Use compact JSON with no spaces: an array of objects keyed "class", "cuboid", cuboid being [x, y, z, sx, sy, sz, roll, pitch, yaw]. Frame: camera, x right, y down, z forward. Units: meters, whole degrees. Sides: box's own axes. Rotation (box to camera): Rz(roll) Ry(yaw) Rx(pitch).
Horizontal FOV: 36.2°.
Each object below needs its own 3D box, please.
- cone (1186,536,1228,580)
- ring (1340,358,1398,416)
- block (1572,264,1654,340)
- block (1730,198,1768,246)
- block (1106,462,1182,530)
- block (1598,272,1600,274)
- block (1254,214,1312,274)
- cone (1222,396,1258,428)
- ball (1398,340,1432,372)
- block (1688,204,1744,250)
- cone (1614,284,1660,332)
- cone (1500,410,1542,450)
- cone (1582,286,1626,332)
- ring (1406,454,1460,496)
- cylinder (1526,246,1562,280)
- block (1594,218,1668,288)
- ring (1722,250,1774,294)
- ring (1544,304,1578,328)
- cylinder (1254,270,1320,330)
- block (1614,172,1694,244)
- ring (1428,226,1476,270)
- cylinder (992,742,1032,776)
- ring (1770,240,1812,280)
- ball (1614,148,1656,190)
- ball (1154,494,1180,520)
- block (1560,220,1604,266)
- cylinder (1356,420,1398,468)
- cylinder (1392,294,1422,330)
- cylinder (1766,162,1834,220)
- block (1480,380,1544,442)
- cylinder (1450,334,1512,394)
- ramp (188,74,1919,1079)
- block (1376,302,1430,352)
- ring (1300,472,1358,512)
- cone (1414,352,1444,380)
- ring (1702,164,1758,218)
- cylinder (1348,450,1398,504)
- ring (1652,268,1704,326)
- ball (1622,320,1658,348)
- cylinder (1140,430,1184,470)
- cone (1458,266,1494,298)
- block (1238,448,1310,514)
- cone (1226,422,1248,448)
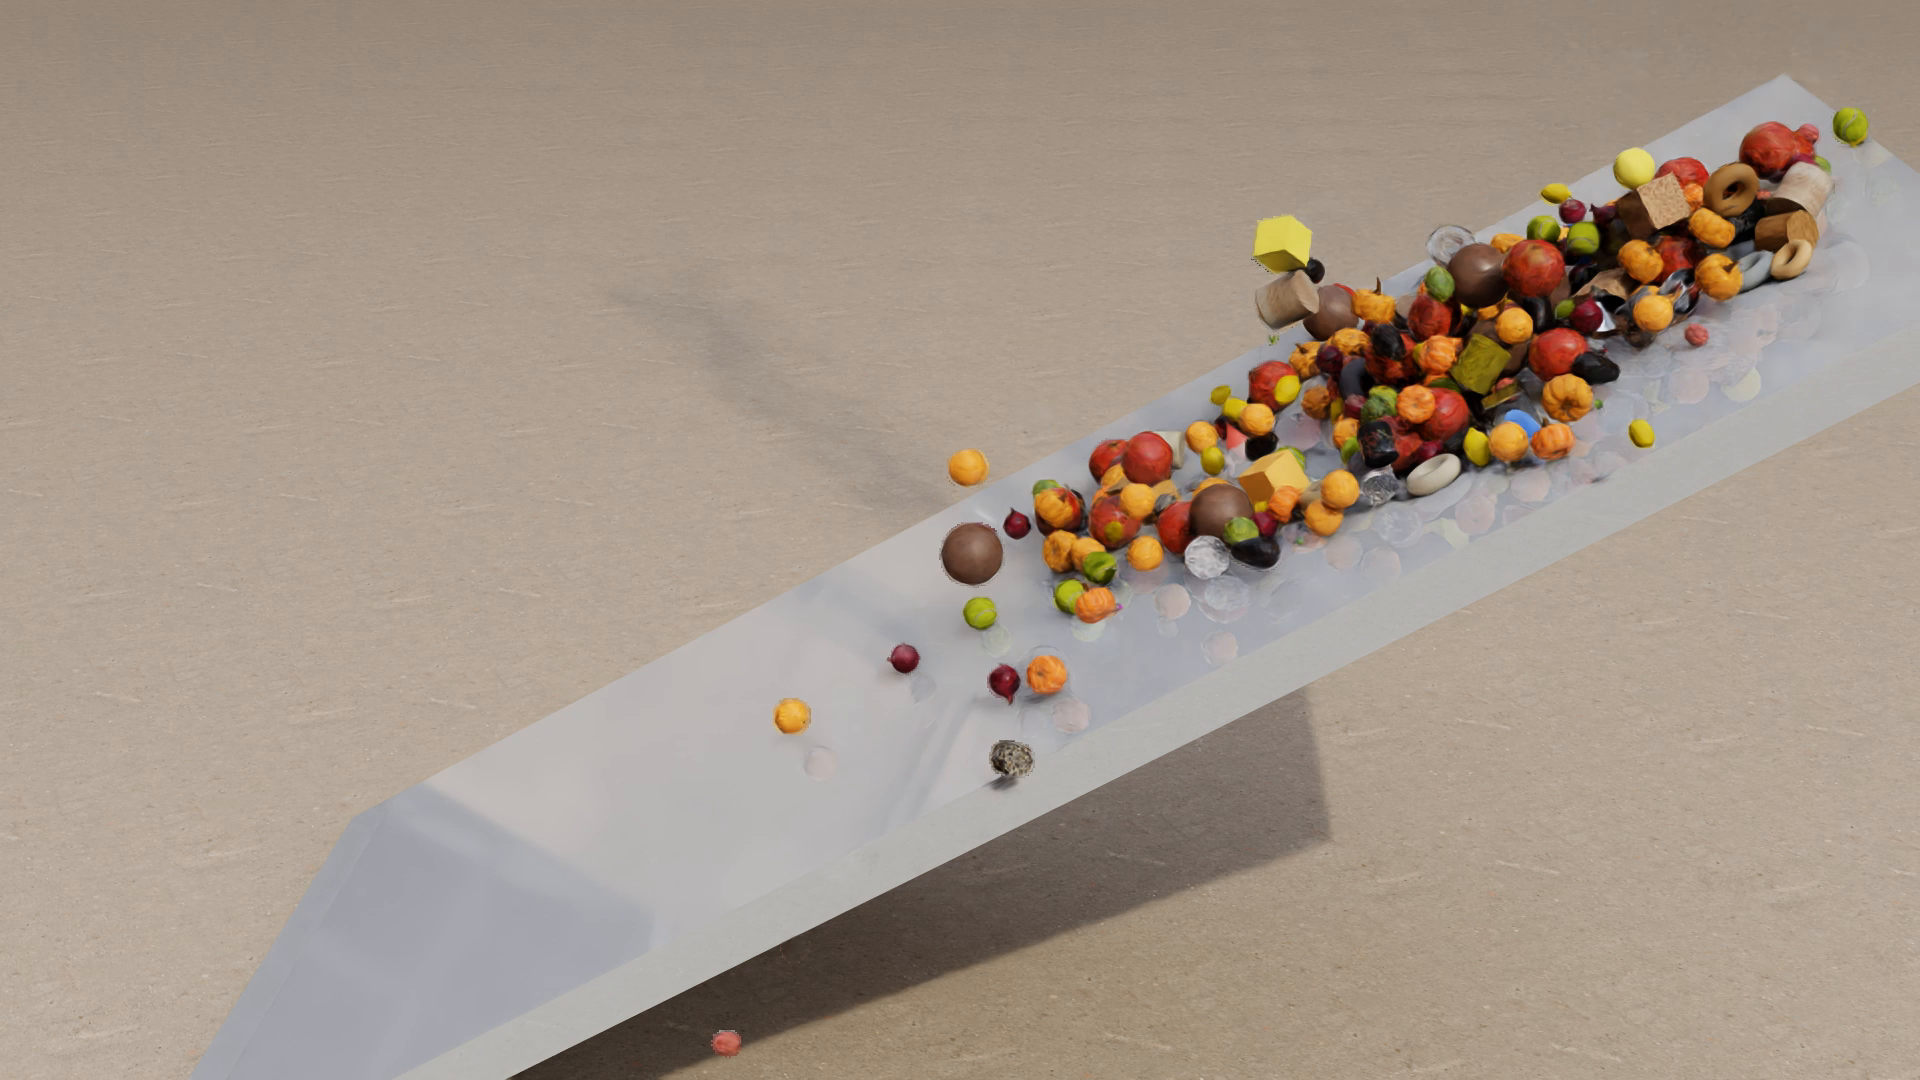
[{"class":"cone","cuboid":[0.491,0.027,5.734,0.087,0.087,0.087,6,11,17]},{"class":"ring","cuboid":[0.843,-0.315,6.072,0.133,0.133,0.044,-9,-19,-24]},{"class":"block","cuboid":[1.283,-0.467,5.764,0.099,0.099,0.099,-38,14,-29]},{"class":"block","cuboid":[1.554,-0.643,5.864,0.071,0.071,0.071,-16,31,44]},{"class":"block","cuboid":[0.393,-0.094,6.279,0.095,0.095,0.095,-14,22,48]},{"class":"block","cuboid":[1.303,-0.510,5.922,0.055,0.055,0.055,30,34,4]},{"class":"block","cuboid":[0.678,-0.621,6.177,0.081,0.081,0.081,-9,-29,41]},{"class":"cone","cuboid":[0.633,-0.281,6.567,0.072,0.072,0.072,11,21,28]},{"class":"ball","cuboid":[0.959,-0.388,6.194,0.070,0.070,0.070,0,18,0]},{"class":"block","cuboid":[1.489,-0.619,5.796,0.063,0.063,0.063,10,31,-39]},{"class":"cone","cuboid":[1.291,-0.423,5.540,0.082,0.082,0.082,-41,0,0]},{"class":"cone","cuboid":[1.025,-0.188,5.462,0.078,0.078,0.078,15,49,-19]},{"class":"cone","cuboid":[1.228,-0.462,5.657,0.089,0.089,0.089,-3,43,-8]},{"class":"ring","cuboid":[0.887,-0.122,5.508,0.113,0.038,0.113,-29,14,8]},{"class":"cylinder","cuboid":[1.257,-0.595,6.333,0.053,0.053,0.053,-38,-3,31]},{"class":"block","cuboid":[1.339,-0.571,5.872,0.095,0.095,0.095,4,50,-12]},{"class":"ring","cuboid":[1.503,-0.510,5.598,0.113,0.038,0.113,-33,15,10]},{"class":"ring","cuboid":[1.226,-0.457,6.002,0.077,0.026,0.077,-27,15,8]},{"class":"cylinder","cuboid":[0.698,-0.511,6.272,0.099,0.099,0.099,-24,4,32]},{"class":"block","cuboid":[1.362,-0.652,5.780,0.092,0.092,0.092,-24,-4,-19]},{"class":"ring","cuboid":[1.122,-0.667,6.705,0.113,0.113,0.038,6,35,17]},{"class":"cylinder","cuboid":[0.093,0.392,5.269,0.057,0.057,0.057,-8,4,-22]},{"class":"ring","cuboid":[1.559,-0.525,5.519,0.030,0.089,0.089,39,5,-22]},{"class":"ball","cuboid":[1.325,-0.730,5.780,0.080,0.080,0.080,0,18,0]},{"class":"ball","cuboid":[0.434,-0.070,6.197,0.055,0.055,0.055,0,18,0]},{"class":"block","cuboid":[1.319,-0.625,6.202,0.066,0.066,0.066,-9,41,-20]},{"class":"cylinder","cuboid":[0.779,-0.178,5.490,0.065,0.065,0.065,-5,63,-16]},{"class":"cylinder","cuboid":[0.946,-0.482,6.224,0.057,0.057,0.057,0,-19,-1]},{"class":"cylinder","cuboid":[1.612,-0.658,5.643,0.094,0.094,0.094,16,62,41]},{"class":"block","cuboid":[1.035,-0.236,5.509,0.083,0.083,0.083,-27,14,12]},{"class":"cylinder","cuboid":[1.001,-0.339,5.658,0.085,0.085,0.085,27,20,-11]},{"class":"ramp","cuboid":[0.142,0.167,6.283,4.000,0.100,2.000,-27,14,11]},{"class":"block","cuboid":[0.963,-0.468,6.397,0.077,0.077,0.077,-10,36,33]},{"class":"ring","cuboid":[0.720,-0.092,5.713,0.130,0.043,0.130,-24,10,5]},{"class":"cone","cuboid":[0.983,-0.359,6.146,0.061,0.061,0.061,5,-5,15]},{"class":"ring","cuboid":[1.494,-0.677,5.704,0.117,0.117,0.039,-7,34,-19]},{"class":"cylinder","cuboid":[0.781,-0.122,5.566,0.078,0.078,0.078,-4,44,-11]},{"class":"ring","cuboid":[1.362,-0.461,5.582,0.123,0.123,0.041,-16,43,-41]},{"class":"ball","cuboid":[1.292,-0.398,5.585,0.066,0.066,0.066,0,18,0]},{"class":"cylinder","cuboid":[0.443,-0.197,6.432,0.084,0.084,0.084,2,18,14]},{"class":"cone","cuboid":[1.149,-0.574,6.524,0.071,0.071,0.071,1,17,23]},{"class":"block","cuboid":[0.629,-0.118,5.899,0.085,0.085,0.085,-39,13,-31]},{"class":"cone","cuboid":[0.596,-0.236,6.448,0.052,0.052,0.052,-28,14,8]}]
